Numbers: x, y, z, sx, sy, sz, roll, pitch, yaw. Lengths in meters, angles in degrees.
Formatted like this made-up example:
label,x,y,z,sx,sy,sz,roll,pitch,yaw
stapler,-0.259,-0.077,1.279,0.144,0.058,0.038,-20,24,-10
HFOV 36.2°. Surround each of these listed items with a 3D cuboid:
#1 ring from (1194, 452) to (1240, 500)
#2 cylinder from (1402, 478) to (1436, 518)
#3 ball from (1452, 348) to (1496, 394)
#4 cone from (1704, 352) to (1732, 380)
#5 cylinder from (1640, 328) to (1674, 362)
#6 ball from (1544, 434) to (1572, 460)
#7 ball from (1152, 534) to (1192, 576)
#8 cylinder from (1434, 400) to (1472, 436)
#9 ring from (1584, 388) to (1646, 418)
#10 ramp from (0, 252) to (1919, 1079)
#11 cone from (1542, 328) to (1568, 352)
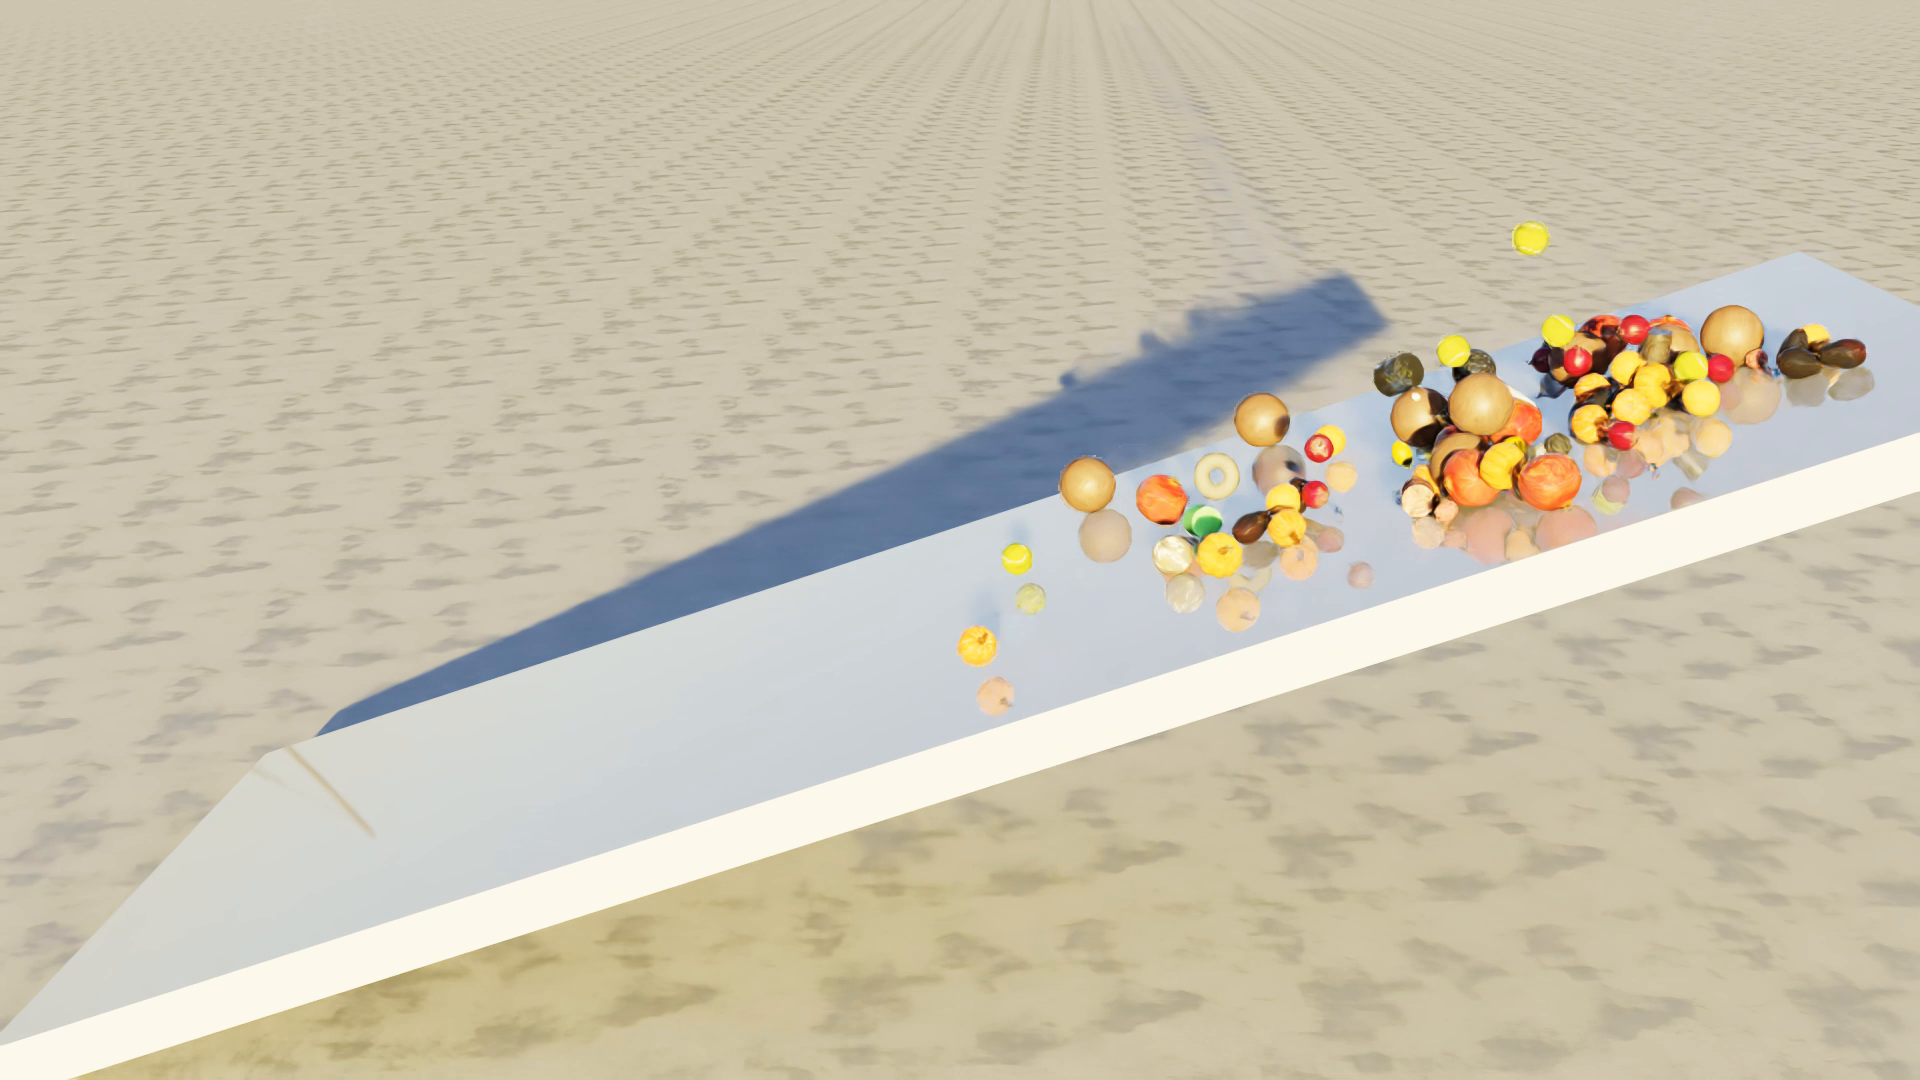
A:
label,x,y,z,sx,sy,sz,roll,pitch,yaw
ring,0.546,-0.136,6.256,0.101,0.101,0.034,5,6,21
cylinder,0.902,-0.084,5.794,0.066,0.066,0.066,2,14,8
ball,1.099,-0.362,6.289,0.096,0.096,0.096,0,12,0
cone,1.556,-0.350,6.071,0.058,0.058,0.058,0,-13,-2
cylinder,1.410,-0.395,5.954,0.057,0.057,0.057,4,20,-2
ball,1.189,-0.187,5.849,0.052,0.052,0.052,0,12,0
ball,0.433,0.031,5.991,0.083,0.083,0.083,0,12,0
cylinder,1.015,-0.251,6.049,0.055,0.055,0.055,-39,5,4
ring,1.338,-0.282,6.014,0.127,0.042,0.127,-10,-7,-1
ramp,0.107,0.180,6.305,4.000,0.100,2.000,-18,11,6
cone,1.355,-0.453,6.756,0.060,0.060,0.060,-18,20,-35
